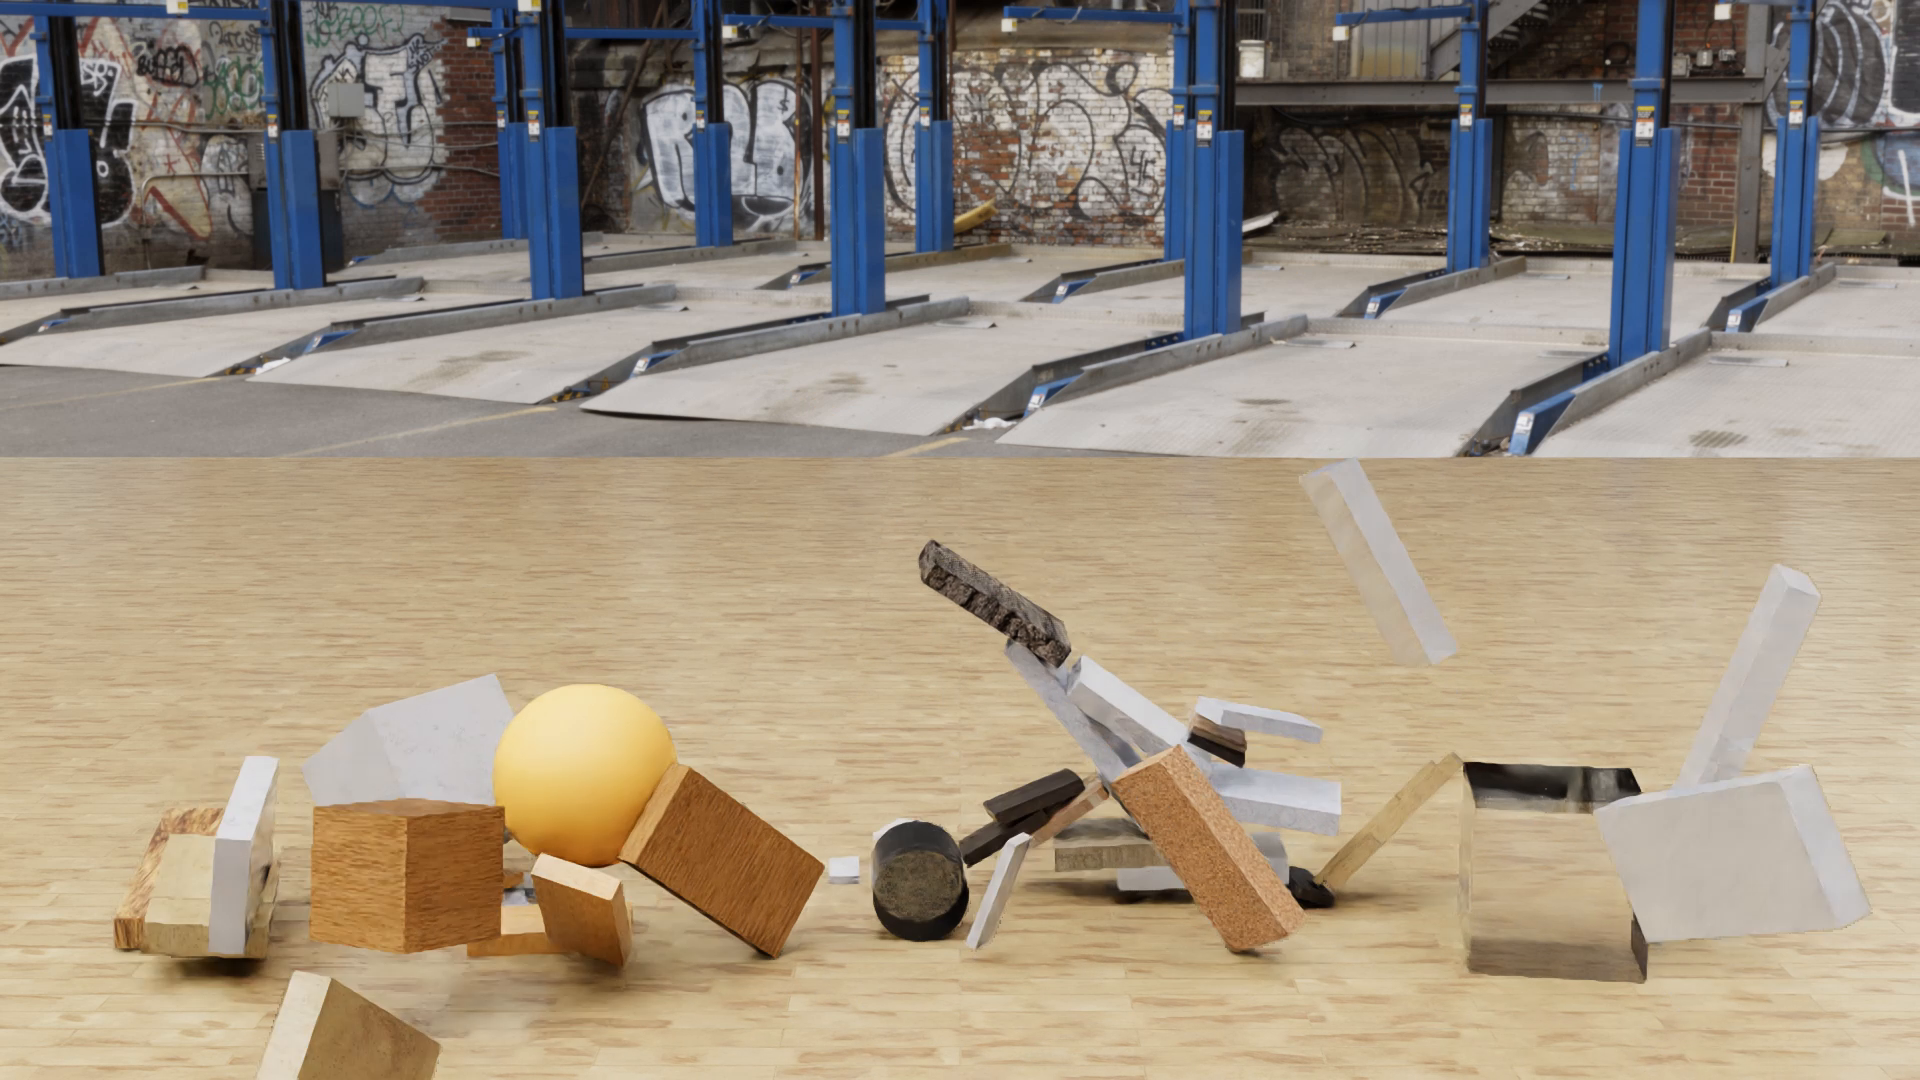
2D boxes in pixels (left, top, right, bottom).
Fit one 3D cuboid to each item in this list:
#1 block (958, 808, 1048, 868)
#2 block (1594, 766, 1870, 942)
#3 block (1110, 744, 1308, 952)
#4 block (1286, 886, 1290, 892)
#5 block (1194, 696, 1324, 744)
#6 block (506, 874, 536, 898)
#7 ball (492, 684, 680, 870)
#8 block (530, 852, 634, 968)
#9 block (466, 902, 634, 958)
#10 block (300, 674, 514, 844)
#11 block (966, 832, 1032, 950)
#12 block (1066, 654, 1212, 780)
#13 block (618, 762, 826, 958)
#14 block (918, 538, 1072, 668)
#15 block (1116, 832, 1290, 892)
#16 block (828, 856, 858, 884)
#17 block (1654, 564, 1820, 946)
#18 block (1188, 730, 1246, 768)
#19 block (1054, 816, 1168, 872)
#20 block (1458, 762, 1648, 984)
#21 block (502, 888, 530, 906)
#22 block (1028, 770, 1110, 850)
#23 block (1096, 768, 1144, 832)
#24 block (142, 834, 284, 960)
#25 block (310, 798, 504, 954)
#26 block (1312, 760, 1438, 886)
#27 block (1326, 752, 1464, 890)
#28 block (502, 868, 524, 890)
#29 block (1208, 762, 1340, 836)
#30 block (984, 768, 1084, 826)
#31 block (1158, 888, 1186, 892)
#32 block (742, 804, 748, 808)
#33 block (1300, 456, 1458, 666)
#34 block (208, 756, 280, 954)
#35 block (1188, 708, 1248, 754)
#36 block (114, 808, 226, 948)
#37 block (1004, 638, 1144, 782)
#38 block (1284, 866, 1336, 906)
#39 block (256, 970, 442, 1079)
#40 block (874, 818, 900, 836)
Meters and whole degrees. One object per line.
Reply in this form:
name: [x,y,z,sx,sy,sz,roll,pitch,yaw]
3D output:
block: [0.072,0.484,3.659,0.156,0.022,0.078,-31,12,3]
block: [0.925,0.386,2.662,0.050,0.178,0.356,-19,-6,-22]
block: [0.376,0.472,3.348,0.046,0.324,0.162,-36,-1,-31]
block: [0.485,0.581,3.666,0.126,0.018,0.063,1,11,4]
block: [0.488,0.294,3.593,0.187,0.027,0.094,12,6,-21]
block: [-0.699,0.580,3.677,0.124,0.018,0.062,1,11,4]
ball: [-0.568,0.359,3.345,0.282,0.282,0.282,0,11,0]
block: [-0.558,0.550,3.258,0.125,0.249,0.035,17,58,8]
block: [-0.642,0.611,3.458,0.249,0.035,0.125,-1,11,-6]
block: [-0.883,0.411,3.647,0.252,0.252,0.252,-16,-14,-48]
block: [0.059,0.533,3.343,0.017,0.183,0.060,27,17,21]
block: [0.294,0.297,3.593,0.265,0.037,0.132,35,17,-6]
block: [-0.355,0.486,3.318,0.046,0.162,0.324,9,-26,47]
block: [0.056,0.101,3.549,0.265,0.037,0.132,33,13,-13]
block: [0.400,0.535,3.663,0.280,0.040,0.140,-3,11,2]
block: [-0.198,0.566,3.761,0.050,0.014,0.101,0,11,-3]
block: [1.189,0.335,3.448,0.050,0.599,0.178,22,15,9]
block: [0.422,0.335,3.605,0.099,0.014,0.050,27,25,-4]
block: [0.297,0.501,3.658,0.280,0.040,0.140,-3,11,2]
block: [0.915,0.509,3.401,0.258,0.258,0.258,2,11,8]
block: [-0.735,0.598,3.577,0.062,0.018,0.124,-3,11,-17]
block: [0.176,0.447,3.651,0.156,0.022,0.078,-36,14,8]
block: [0.273,0.427,3.649,0.017,0.121,0.060,-39,2,9]
block: [-1.161,0.552,3.433,0.176,0.050,0.353,6,13,-15]
block: [-0.782,0.471,3.113,0.186,0.186,0.186,1,-1,32]
block: [0.683,0.466,3.617,0.014,0.275,0.050,45,10,15]
block: [0.715,0.460,3.608,0.027,0.287,0.094,45,10,15]
block: [-0.782,0.566,3.666,0.062,0.018,0.124,-16,8,-35]
block: [0.482,0.420,3.616,0.280,0.040,0.140,9,16,7]
block: [0.123,0.426,3.654,0.156,0.022,0.078,-21,12,-10]
block: [0.390,0.565,3.668,0.126,0.018,0.063,-3,11,3]
block: [-0.445,0.506,4.081,0.101,0.014,0.050,-3,11,-14]
block: [0.691,0.038,3.634,0.050,0.356,0.178,-28,0,-7]
block: [-1.083,0.470,3.330,0.050,0.176,0.353,5,13,-12]
block: [0.422,0.312,3.607,0.099,0.014,0.050,22,30,-14]
block: [-1.265,0.553,3.651,0.176,0.050,0.495,0,13,-11]
block: [0.219,0.313,3.624,0.037,0.406,0.132,-38,6,12]
block: [0.569,0.570,3.649,0.063,0.018,0.126,17,8,-16]
block: [-0.702,0.619,2.526,0.046,0.162,0.324,8,-24,14]
block: [-0.110,0.526,3.974,0.050,0.014,0.101,5,12,26]
